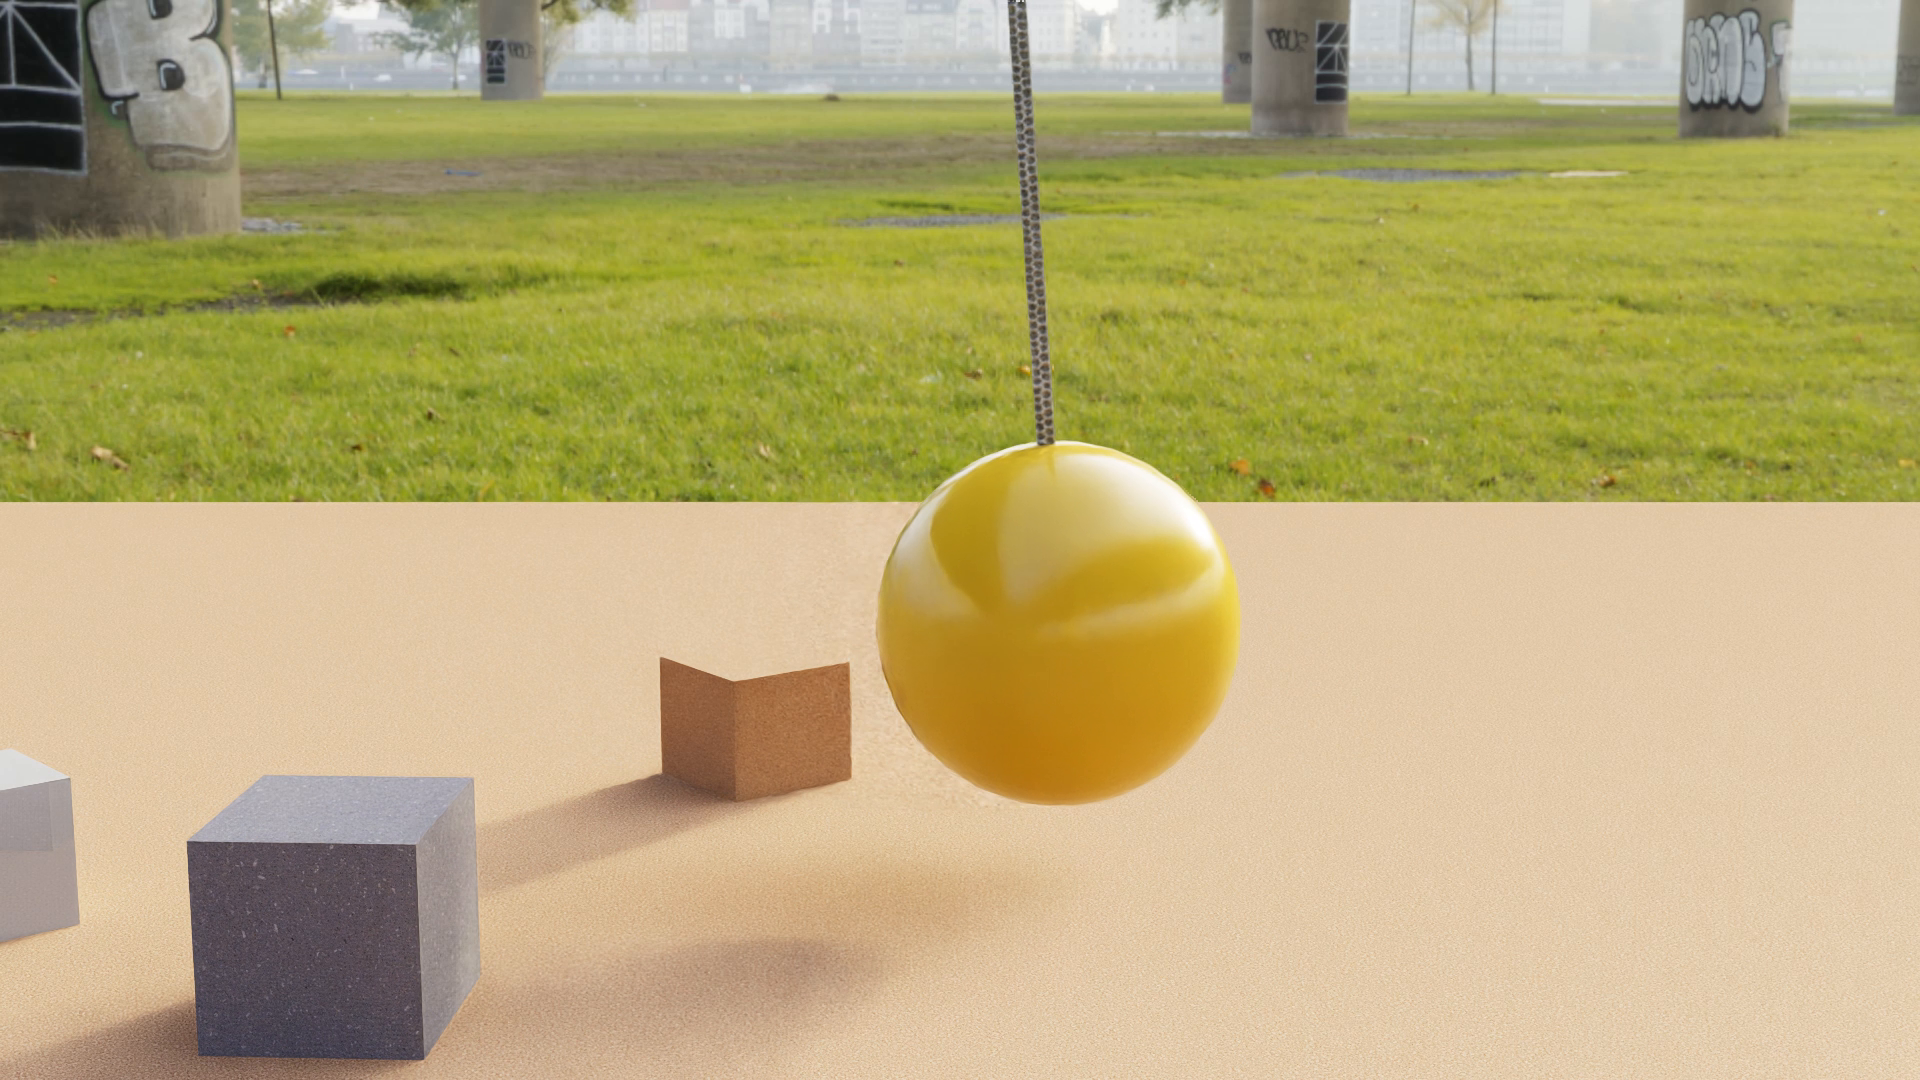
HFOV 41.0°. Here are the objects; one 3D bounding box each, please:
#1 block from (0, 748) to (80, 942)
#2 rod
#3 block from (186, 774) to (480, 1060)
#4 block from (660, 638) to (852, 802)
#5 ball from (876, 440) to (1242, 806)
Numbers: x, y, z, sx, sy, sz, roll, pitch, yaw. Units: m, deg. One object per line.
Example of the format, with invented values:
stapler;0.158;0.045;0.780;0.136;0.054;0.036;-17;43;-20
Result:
block;-4.094;1.287;10.715;0.559;0.635;0.619;-9;14;-41
rod;0.186;-2.972;10.640;0.080;5.200;0.080;-4;10;1
block;-2.323;1.396;9.629;0.827;0.808;0.880;0;10;3
block;-1.033;0.896;12.942;0.688;0.607;0.696;-8;13;-37
ball;0.430;0.364;11.247;1.600;1.600;1.600;0;10;0
